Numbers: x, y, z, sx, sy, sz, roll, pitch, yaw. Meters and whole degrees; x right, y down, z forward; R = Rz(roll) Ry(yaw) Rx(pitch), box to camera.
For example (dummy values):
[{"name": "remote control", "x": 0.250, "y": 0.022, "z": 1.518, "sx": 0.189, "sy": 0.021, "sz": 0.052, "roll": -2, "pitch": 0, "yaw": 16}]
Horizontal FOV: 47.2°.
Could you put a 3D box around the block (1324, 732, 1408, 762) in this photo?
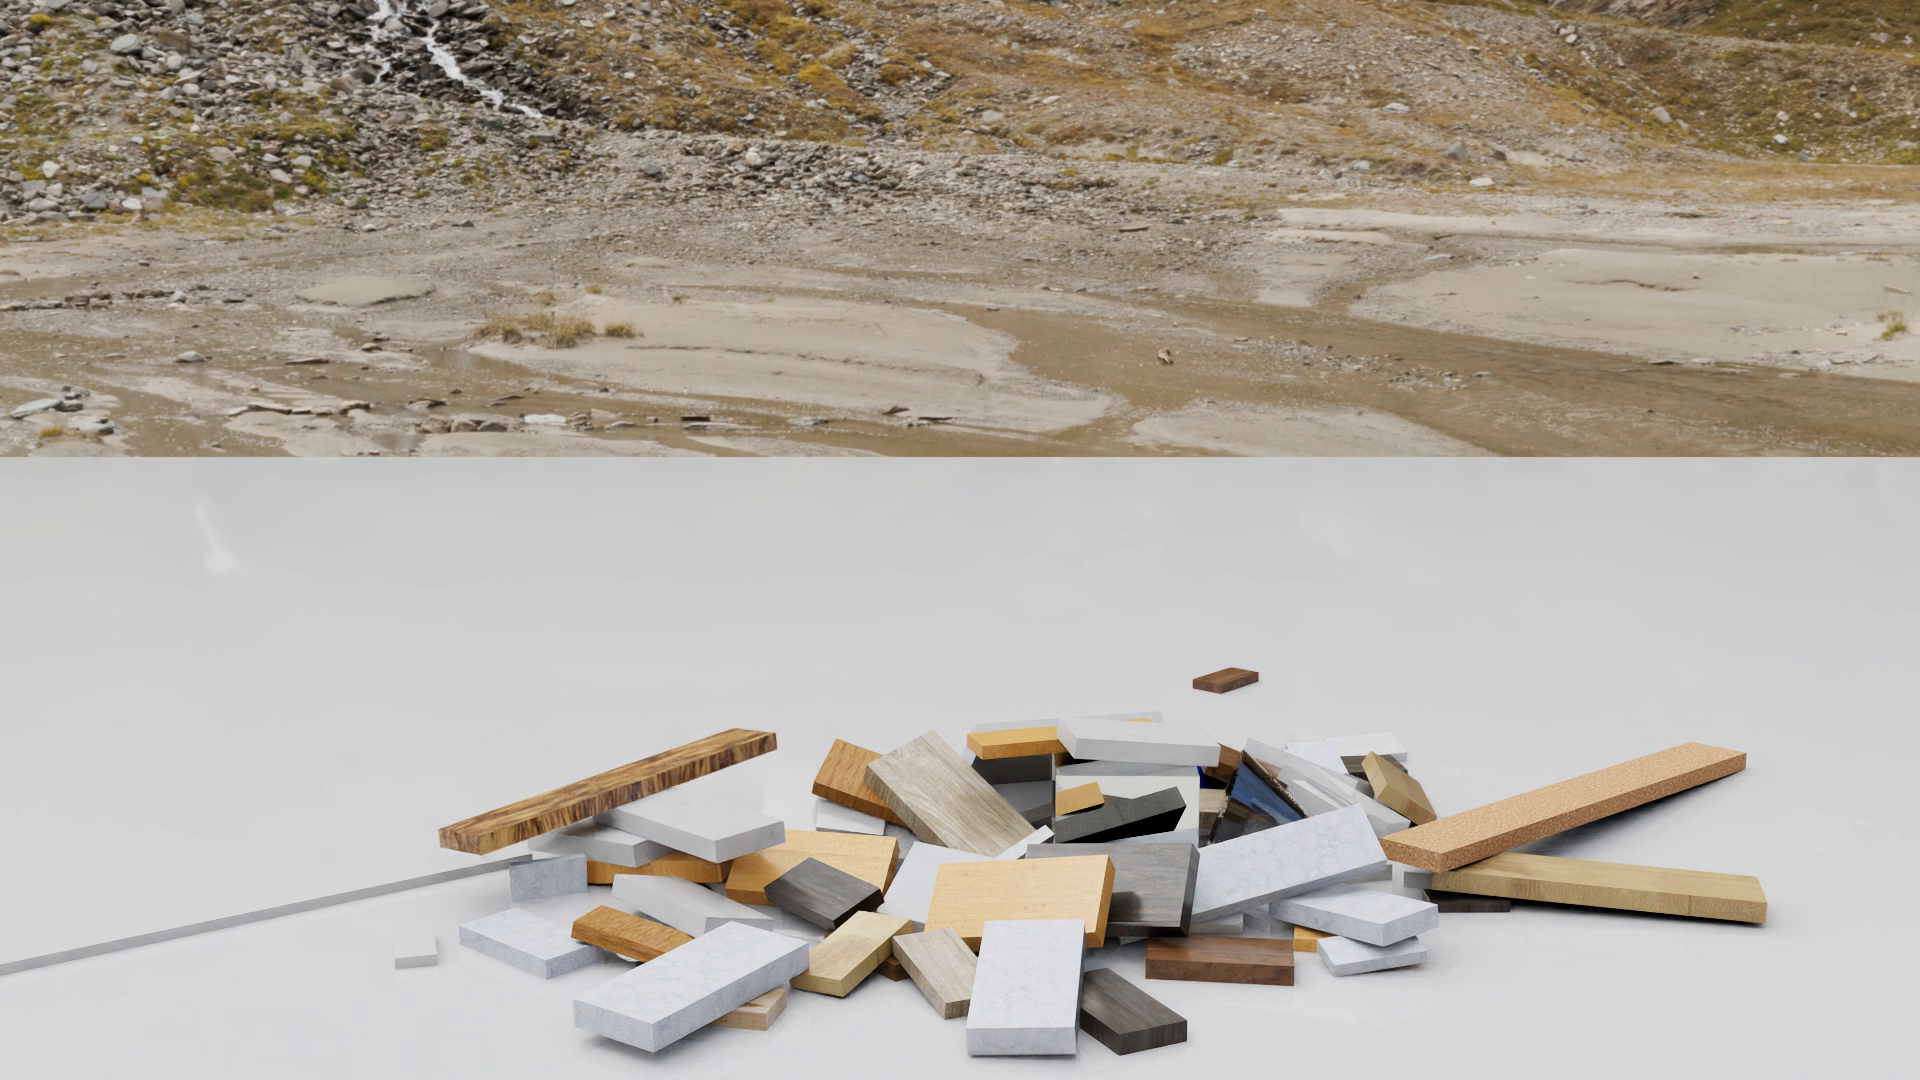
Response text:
[{"name": "block", "x": 0.818, "y": 0.424, "z": 4.445, "sx": 0.151, "sy": 0.021, "sz": 0.076, "roll": -4, "pitch": 28, "yaw": -18}]

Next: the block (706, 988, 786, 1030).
[{"name": "block", "x": -0.353, "y": 0.669, "z": 3.172, "sx": 0.185, "sy": 0.026, "sz": 0.093, "roll": 3, "pitch": 11, "yaw": 14}]

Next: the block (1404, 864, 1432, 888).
[{"name": "block", "x": 0.822, "y": 0.557, "z": 3.774, "sx": 0.096, "sy": 0.027, "sz": 0.193, "roll": 3, "pitch": 11, "yaw": 18}]

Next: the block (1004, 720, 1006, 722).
[{"name": "block", "x": 0.059, "y": 0.439, "z": 4.028, "sx": 0.136, "sy": 0.039, "sz": 0.277, "roll": 5, "pitch": 38, "yaw": 42}]

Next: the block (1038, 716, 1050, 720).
[{"name": "block", "x": 0.213, "y": 0.360, "z": 4.167, "sx": 0.151, "sy": 0.021, "sz": 0.076, "roll": 1, "pitch": 14, "yaw": 24}]

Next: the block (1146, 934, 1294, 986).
[{"name": "block", "x": 0.395, "y": 0.636, "z": 3.336, "sx": 0.220, "sy": 0.031, "sz": 0.110, "roll": 1, "pitch": 11, "yaw": 7}]

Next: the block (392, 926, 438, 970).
[{"name": "block", "x": -0.844, "y": 0.630, "z": 3.403, "sx": 0.063, "sy": 0.018, "sz": 0.125, "roll": -3, "pitch": 11, "yaw": -16}]

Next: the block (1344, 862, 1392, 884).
[{"name": "block", "x": 0.628, "y": 0.560, "z": 3.754, "sx": 0.193, "sy": 0.027, "sz": 0.096, "roll": -3, "pitch": 11, "yaw": -16}]

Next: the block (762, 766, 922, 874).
[{"name": "block", "x": -0.171, "y": 0.485, "z": 3.782, "sx": 0.335, "sy": 0.047, "sz": 0.167, "roll": 5, "pitch": 47, "yaw": 0}]

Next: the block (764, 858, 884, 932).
[{"name": "block", "x": -0.217, "y": 0.565, "z": 3.500, "sx": 0.097, "sy": 0.027, "sz": 0.194, "roll": -31, "pitch": 26, "yaw": -31}]

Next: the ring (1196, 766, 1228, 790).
[{"name": "ring", "x": 0.315, "y": 0.441, "z": 4.129, "sx": 0.384, "sy": 0.128, "sz": 0.384, "roll": 1, "pitch": 11, "yaw": 0}]

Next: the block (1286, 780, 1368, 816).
[{"name": "block", "x": 0.631, "y": 0.460, "z": 3.793, "sx": 0.117, "sy": 0.033, "sz": 0.234, "roll": 31, "pitch": 3, "yaw": 18}]

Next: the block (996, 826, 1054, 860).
[{"name": "block", "x": 0.083, "y": 0.537, "z": 3.597, "sx": 0.163, "sy": 0.081, "sz": 0.023, "roll": -29, "pitch": 55, "yaw": -30}]

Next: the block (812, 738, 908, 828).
[{"name": "block", "x": -0.130, "y": 0.423, "z": 3.769, "sx": 0.220, "sy": 0.031, "sz": 0.110, "roll": 19, "pitch": 41, "yaw": 7}]

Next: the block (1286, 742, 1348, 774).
[{"name": "block", "x": 0.693, "y": 0.448, "z": 4.220, "sx": 0.093, "sy": 0.026, "sz": 0.185, "roll": -1, "pitch": 27, "yaw": -7}]

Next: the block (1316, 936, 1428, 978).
[{"name": "block", "x": 0.627, "y": 0.626, "z": 3.350, "sx": 0.148, "sy": 0.021, "sz": 0.074, "roll": -7, "pitch": 23, "yaw": -11}]

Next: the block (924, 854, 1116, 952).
[{"name": "block", "x": 0.091, "y": 0.560, "z": 3.379, "sx": 0.280, "sy": 0.040, "sz": 0.140, "roll": -6, "pitch": 45, "yaw": 22}]

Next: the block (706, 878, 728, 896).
[{"name": "block", "x": -0.346, "y": 0.569, "z": 3.721, "sx": 0.155, "sy": 0.022, "sz": 0.077, "roll": -5, "pitch": 11, "yaw": -24}]

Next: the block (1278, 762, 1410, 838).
[{"name": "block", "x": 0.693, "y": 0.469, "z": 3.970, "sx": 0.223, "sy": 0.032, "sz": 0.112, "roll": 30, "pitch": 11, "yaw": 30}]

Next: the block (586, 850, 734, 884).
[{"name": "block", "x": -0.508, "y": 0.543, "z": 3.740, "sx": 0.273, "sy": 0.039, "sz": 0.136, "roll": -3, "pitch": 9, "yaw": 16}]

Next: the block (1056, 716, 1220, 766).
[{"name": "block", "x": 0.294, "y": 0.333, "z": 3.632, "sx": 0.245, "sy": 0.035, "sz": 0.122, "roll": 5, "pitch": 11, "yaw": -12}]

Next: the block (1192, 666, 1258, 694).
[{"name": "block", "x": 0.611, "y": 0.322, "z": 5.051, "sx": 0.077, "sy": 0.022, "sz": 0.155, "roll": 9, "pitch": 14, "yaw": 40}]

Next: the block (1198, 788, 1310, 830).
[{"name": "block", "x": 0.519, "y": 0.481, "z": 3.906, "sx": 0.225, "sy": 0.032, "sz": 0.113, "roll": 3, "pitch": 15, "yaw": -8}]

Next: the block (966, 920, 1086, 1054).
[{"name": "block", "x": 0.098, "y": 0.635, "z": 3.142, "sx": 0.149, "sy": 0.042, "sz": 0.298, "roll": -2, "pitch": 19, "yaw": 7}]

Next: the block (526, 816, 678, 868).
[{"name": "block", "x": -0.602, "y": 0.508, "z": 3.772, "sx": 0.273, "sy": 0.039, "sz": 0.136, "roll": 2, "pitch": 11, "yaw": 39}]

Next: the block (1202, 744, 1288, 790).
[{"name": "block", "x": 0.545, "y": 0.433, "z": 4.018, "sx": 0.225, "sy": 0.032, "sz": 0.112, "roll": 22, "pitch": 13, "yaw": -9}]

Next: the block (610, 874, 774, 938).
[{"name": "block", "x": -0.428, "y": 0.585, "z": 3.502, "sx": 0.131, "sy": 0.037, "sz": 0.263, "roll": 11, "pitch": 1, "yaw": -42}]

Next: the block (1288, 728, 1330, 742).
[{"name": "block", "x": 0.727, "y": 0.417, "z": 4.541, "sx": 0.076, "sy": 0.021, "sz": 0.151, "roll": 0, "pitch": 11, "yaw": 0}]

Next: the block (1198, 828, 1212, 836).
[{"name": "block", "x": 0.510, "y": 0.500, "z": 4.011, "sx": 0.093, "sy": 0.026, "sz": 0.185, "roll": -12, "pitch": 1, "yaw": 37}]

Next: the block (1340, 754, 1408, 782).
[{"name": "block", "x": 0.751, "y": 0.455, "z": 4.311, "sx": 0.225, "sy": 0.032, "sz": 0.112, "roll": -1, "pitch": 11, "yaw": -7}]
